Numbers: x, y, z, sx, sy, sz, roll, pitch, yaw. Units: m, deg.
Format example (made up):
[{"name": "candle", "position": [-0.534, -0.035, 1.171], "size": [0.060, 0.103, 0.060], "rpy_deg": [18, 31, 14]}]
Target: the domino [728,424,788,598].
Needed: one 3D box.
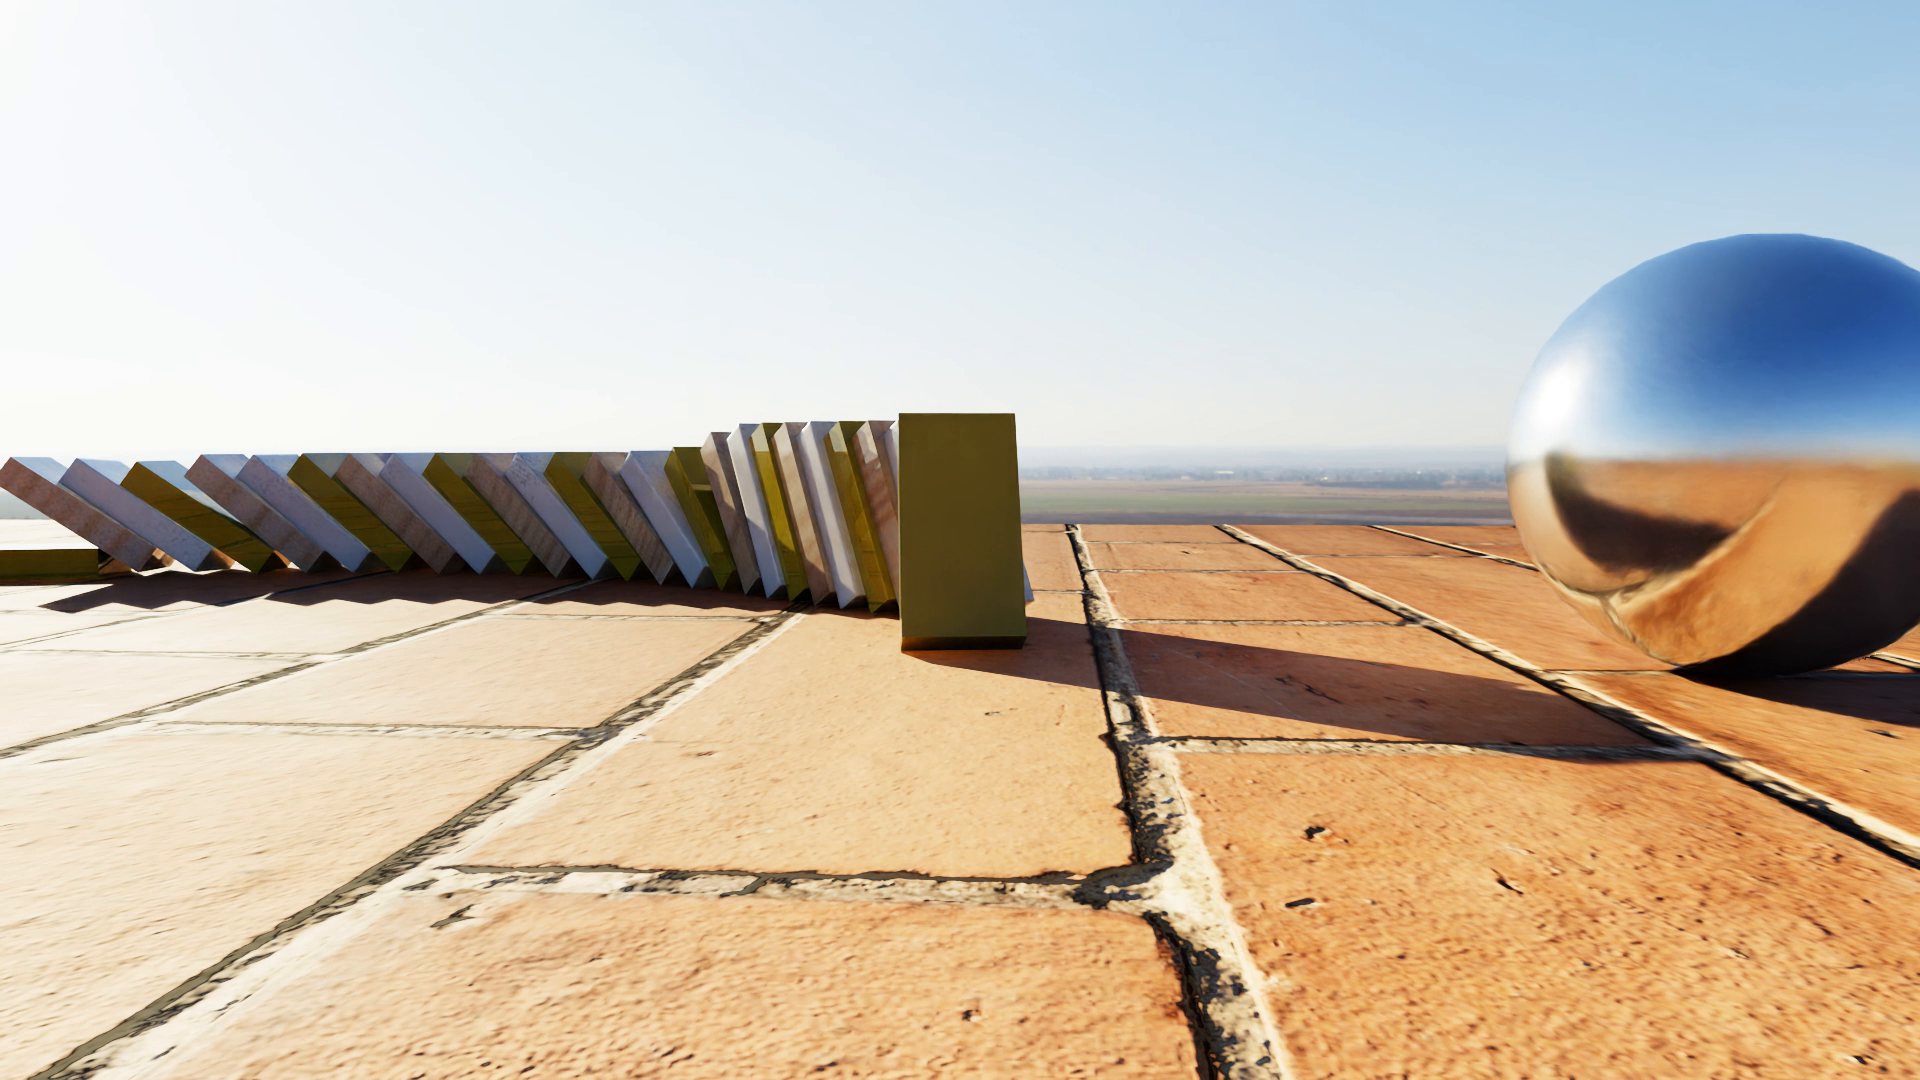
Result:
[{"name": "domino", "position": [-0.047, -0.009, 0.364], "size": [0.025, 0.050, 0.009], "rpy_deg": [-3, -24, -35]}]

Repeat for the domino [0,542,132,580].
[{"name": "domino", "position": [-0.300, 0.007, 0.414], "size": [0.050, 0.010, 0.025], "rpy_deg": [-1, 4, -12]}]

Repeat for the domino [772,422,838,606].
[{"name": "domino", "position": [-0.032, -0.008, 0.348], "size": [0.025, 0.050, 0.009], "rpy_deg": [-3, -23, -35]}]

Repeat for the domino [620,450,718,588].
[{"name": "domino", "position": [-0.082, -0.007, 0.395], "size": [0.025, 0.010, 0.050], "rpy_deg": [-5, 48, -47]}]

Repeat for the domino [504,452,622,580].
[{"name": "domino", "position": [-0.123, -0.009, 0.418], "size": [0.050, 0.010, 0.025], "rpy_deg": [46, 23, 18]}]

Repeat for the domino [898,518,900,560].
[{"name": "domino", "position": [-0.001, -0.003, 0.280], "size": [0.025, 0.050, 0.010], "rpy_deg": [0, -22, -4]}]

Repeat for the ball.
[{"name": "ball", "position": [0.143, -0.015, 0.234], "size": [0.080, 0.080, 0.080], "rpy_deg": [0, 4, 0]}]

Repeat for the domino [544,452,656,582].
[{"name": "domino", "position": [-0.109, -0.008, 0.411], "size": [0.050, 0.010, 0.025], "rpy_deg": [47, 26, 21]}]

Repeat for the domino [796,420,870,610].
[{"name": "domino", "position": [-0.025, -0.007, 0.340], "size": [0.025, 0.050, 0.010], "rpy_deg": [-3, -23, -35]}]

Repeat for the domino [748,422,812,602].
[{"name": "domino", "position": [-0.040, -0.008, 0.356], "size": [0.025, 0.050, 0.009], "rpy_deg": [-3, -23, -35]}]

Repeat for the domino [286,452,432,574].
[{"name": "domino", "position": [-0.199, -0.010, 0.434], "size": [0.050, 0.009, 0.025], "rpy_deg": [41, 8, 3]}]

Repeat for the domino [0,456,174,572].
[{"name": "domino", "position": [-0.282, -0.009, 0.418], "size": [0.050, 0.009, 0.025], "rpy_deg": [36, -4, -11]}]

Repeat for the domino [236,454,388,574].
[{"name": "domino", "position": [-0.215, -0.009, 0.434], "size": [0.050, 0.010, 0.025], "rpy_deg": [40, 6, 0]}]

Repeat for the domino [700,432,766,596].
[{"name": "domino", "position": [-0.056, -0.009, 0.375], "size": [0.025, 0.050, 0.010], "rpy_deg": [-3, -31, -35]}]

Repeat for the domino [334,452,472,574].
[{"name": "domino", "position": [-0.183, -0.010, 0.433], "size": [0.050, 0.010, 0.025], "rpy_deg": [41, 12, 7]}]

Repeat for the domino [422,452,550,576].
[{"name": "domino", "position": [-0.152, -0.009, 0.428], "size": [0.050, 0.010, 0.025], "rpy_deg": [43, 17, 13]}]

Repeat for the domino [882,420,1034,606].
[{"name": "domino", "position": [-0.001, -0.006, 0.317], "size": [0.025, 0.050, 0.010], "rpy_deg": [-1, -24, -33]}]

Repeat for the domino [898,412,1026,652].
[{"name": "domino", "position": [0.000, -0.002, 0.269], "size": [0.025, 0.050, 0.010], "rpy_deg": [0, -22, -4]}]

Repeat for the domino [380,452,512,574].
[{"name": "domino", "position": [-0.168, -0.010, 0.431], "size": [0.050, 0.010, 0.025], "rpy_deg": [42, 14, 10]}]

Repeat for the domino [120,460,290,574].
[{"name": "domino", "position": [-0.248, -0.008, 0.427], "size": [0.050, 0.010, 0.025], "rpy_deg": [36, 0, -8]}]

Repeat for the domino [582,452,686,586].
[{"name": "domino", "position": [-0.095, -0.008, 0.404], "size": [0.025, 0.010, 0.050], "rpy_deg": [-5, 48, -52]}]

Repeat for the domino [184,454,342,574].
[{"name": "domino", "position": [-0.231, -0.009, 0.432], "size": [0.050, 0.009, 0.025], "rpy_deg": [39, 3, -3]}]

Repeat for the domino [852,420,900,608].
[{"name": "domino", "position": [-0.008, -0.006, 0.325], "size": [0.025, 0.050, 0.010], "rpy_deg": [-3, -23, -35]}]

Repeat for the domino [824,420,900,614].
[{"name": "domino", "position": [-0.017, -0.007, 0.333], "size": [0.025, 0.050, 0.010], "rpy_deg": [-3, -23, -35]}]

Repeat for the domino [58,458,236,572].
[{"name": "domino", "position": [-0.265, -0.008, 0.423], "size": [0.050, 0.009, 0.025], "rpy_deg": [36, -2, -6]}]

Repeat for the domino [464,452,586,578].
[{"name": "domino", "position": [-0.137, -0.009, 0.423], "size": [0.050, 0.010, 0.025], "rpy_deg": [44, 20, 16]}]

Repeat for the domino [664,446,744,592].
[{"name": "domino", "position": [-0.068, -0.007, 0.386], "size": [0.025, 0.009, 0.050], "rpy_deg": [-3, 50, -39]}]
